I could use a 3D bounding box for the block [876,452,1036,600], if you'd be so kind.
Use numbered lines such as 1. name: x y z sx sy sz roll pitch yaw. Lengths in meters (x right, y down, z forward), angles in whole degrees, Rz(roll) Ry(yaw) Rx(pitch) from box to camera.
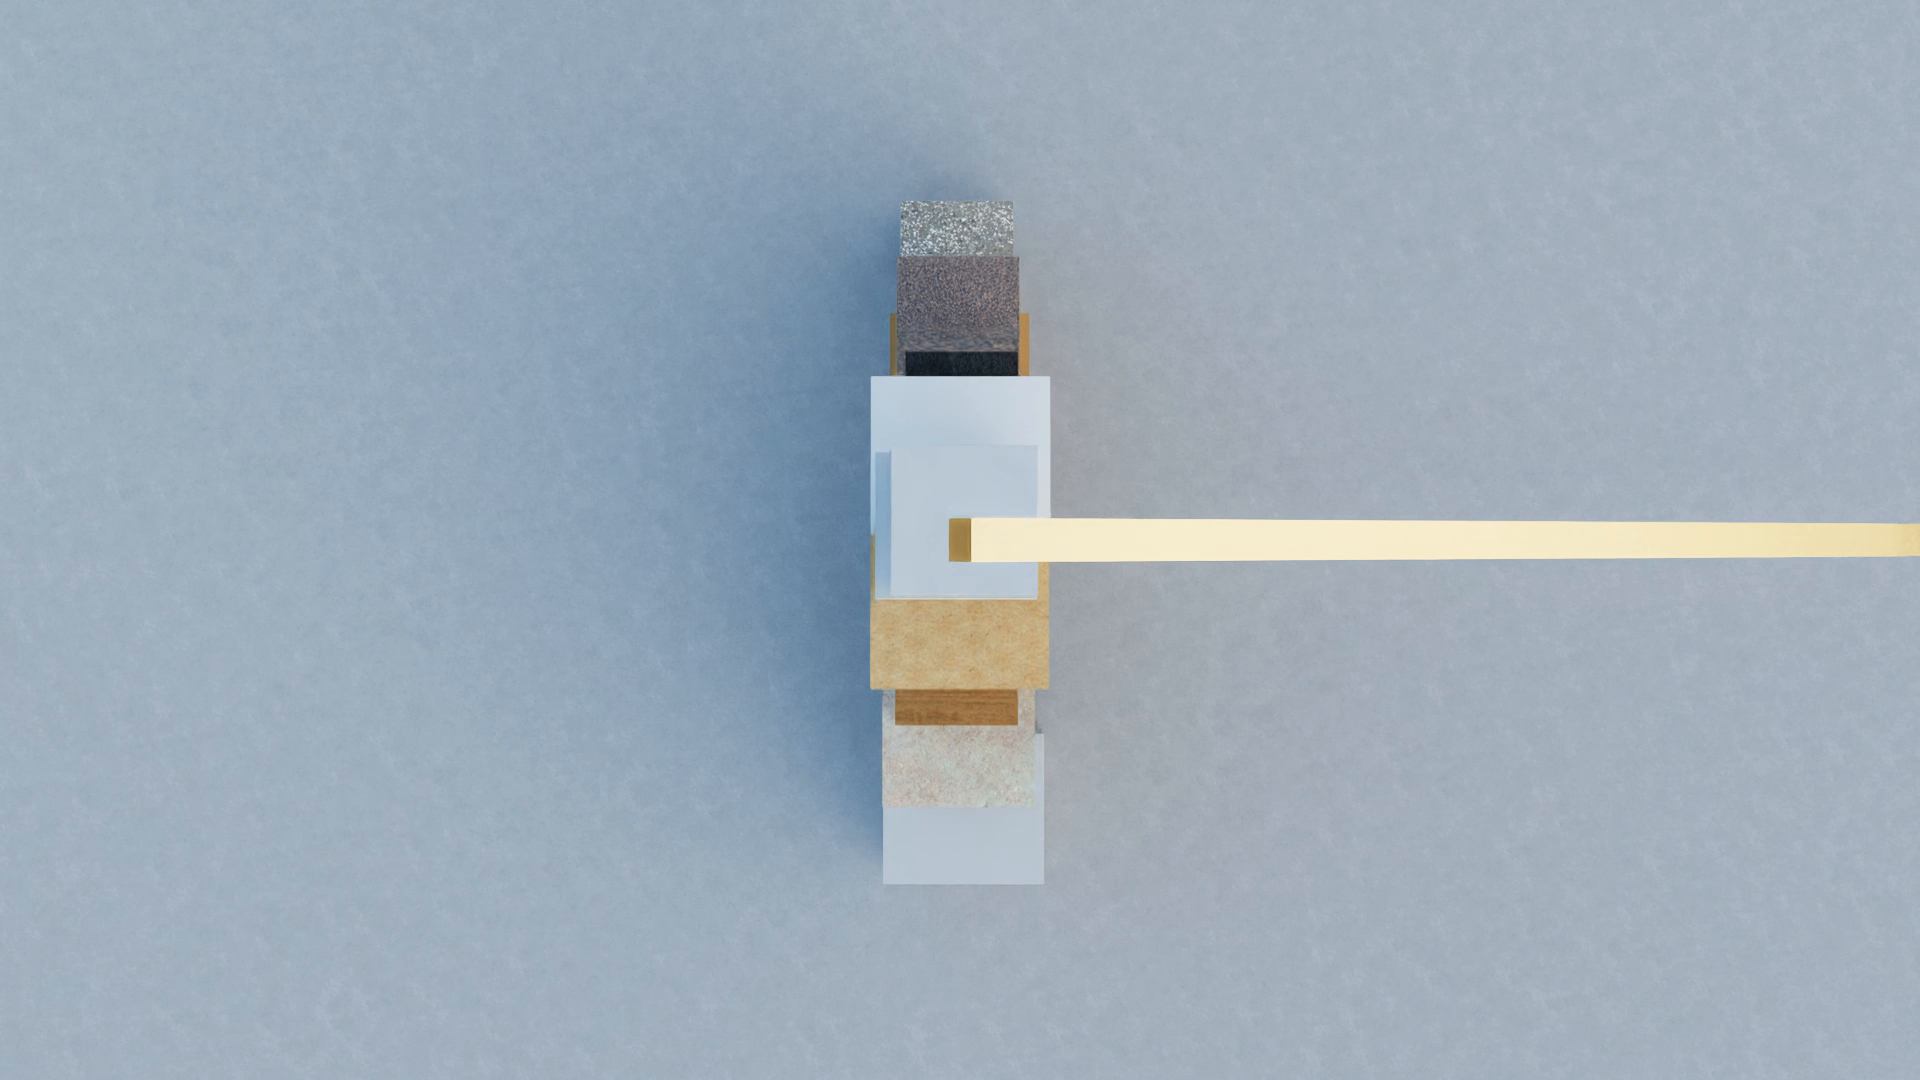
1. block: -0.015 -0.048 8.995 0.636 0.653 0.577 0 88 0

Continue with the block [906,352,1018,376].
1. block: 0.009 -0.599 10.414 0.518 0.559 0.535 0 90 0

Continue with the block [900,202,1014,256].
1. block: -0.017 -1.587 12.691 0.632 0.619 0.642 0 90 0

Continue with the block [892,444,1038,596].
1. block: 0.018 -0.066 8.373 0.538 0.592 0.551 0 88 0

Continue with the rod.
1. rod: 2.212 0.000 5.402 5.200 0.080 0.080 0 90 -32

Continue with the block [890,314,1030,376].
1. block: -0.003 -0.829 12.590 0.771 0.821 0.854 0 90 0

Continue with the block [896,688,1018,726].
1. block: -0.016 0.572 10.302 0.557 0.641 0.553 0 89 0

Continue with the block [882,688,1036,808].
1. block: -0.006 0.936 11.060 0.738 0.877 0.713 0 90 0

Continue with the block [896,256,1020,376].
1. block: -0.009 -1.039 11.181 0.610 0.546 0.642 0 75 0

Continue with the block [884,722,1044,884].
1. block: 0.020 1.491 12.595 0.892 0.809 0.834 0 90 0

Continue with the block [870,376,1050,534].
1. block: 0.002 -0.349 9.691 0.763 0.684 0.673 0 88 0

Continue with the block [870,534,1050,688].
1. block: 0.000 0.313 9.649 0.758 0.676 0.652 0 88 0
